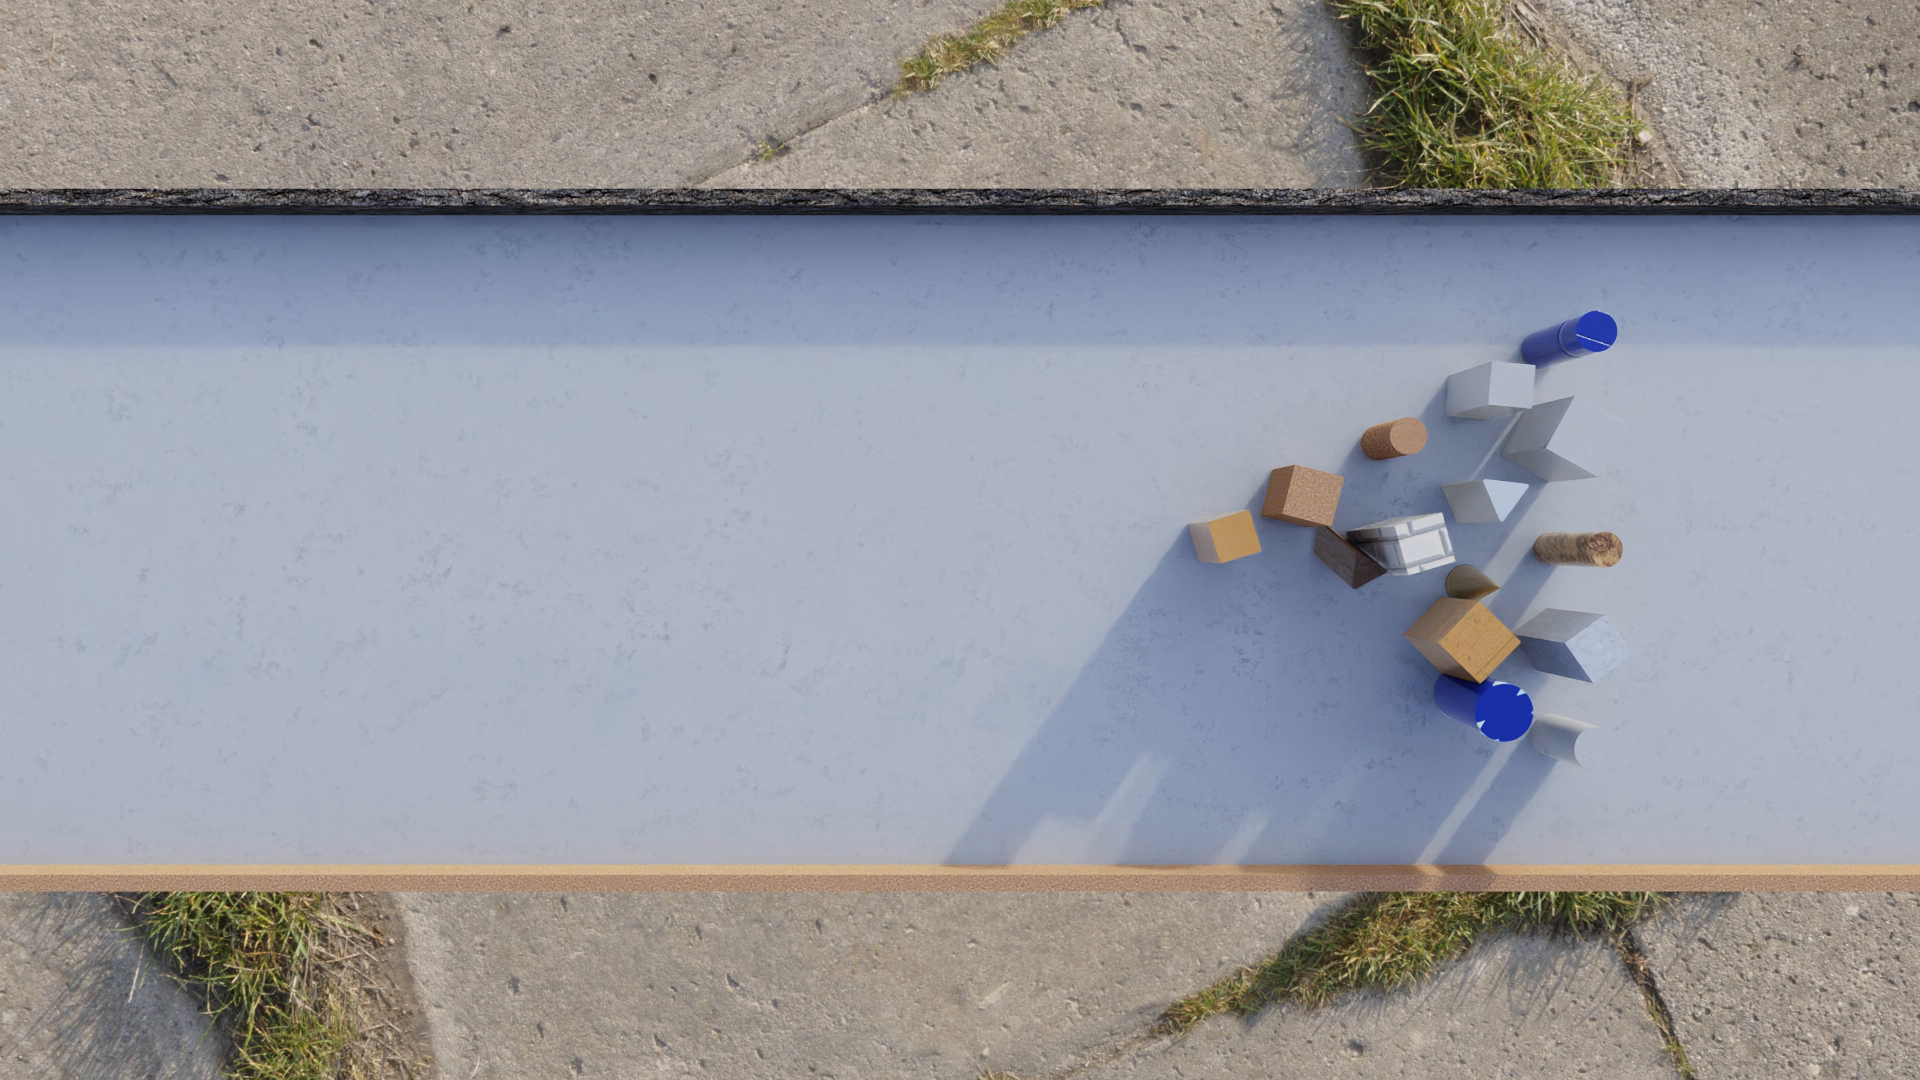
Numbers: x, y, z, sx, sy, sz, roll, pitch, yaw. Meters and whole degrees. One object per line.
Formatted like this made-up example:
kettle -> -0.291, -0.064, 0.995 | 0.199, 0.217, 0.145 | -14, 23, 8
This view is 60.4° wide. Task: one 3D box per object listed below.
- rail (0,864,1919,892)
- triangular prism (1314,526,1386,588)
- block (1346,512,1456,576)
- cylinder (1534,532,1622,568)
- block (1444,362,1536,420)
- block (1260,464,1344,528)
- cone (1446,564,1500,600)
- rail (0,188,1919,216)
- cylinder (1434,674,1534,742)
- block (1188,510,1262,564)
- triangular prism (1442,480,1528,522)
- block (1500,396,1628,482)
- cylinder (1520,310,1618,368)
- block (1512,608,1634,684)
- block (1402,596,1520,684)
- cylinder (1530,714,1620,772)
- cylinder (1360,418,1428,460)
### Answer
rail -> -2.247, 1.025, 5.001 | 12.000, 0.150, 0.050 | 0, 90, 0
triangular prism -> 1.144, 0.029, 4.913 | 0.110, 0.312, 0.095 | -28, 111, 0
block -> 1.295, 0.017, 4.868 | 0.144, 0.403, 0.144 | -16, 90, -7
cylinder -> 1.816, 0.027, 4.860 | 0.101, 0.433, 0.101 | 0, 90, 0
block -> 1.560, -0.438, 4.869 | 0.123, 0.415, 0.123 | 5, 90, 0
block -> 1.015, -0.128, 4.905 | 0.146, 0.342, 0.146 | 14, 90, 0
cone -> 1.556, 0.138, 4.910 | 0.125, 0.334, 0.125 | 0, 90, 0
rail -> -2.247, -1.025, 5.002 | 12.000, 0.150, 0.050 | 0, 90, 0
cylinder -> 1.538, 0.479, 4.865 | 0.165, 0.416, 0.165 | 0, 92, 0
block -> 0.776, -0.010, 4.869 | 0.123, 0.416, 0.123 | -17, 90, 0
triangular prism -> 1.527, -0.137, 4.873 | 0.111, 0.407, 0.128 | 37, 90, 0
block -> 1.778, -0.293, 4.877 | 0.171, 0.399, 0.171 | 29, 90, 0
cylinder -> 1.784, -0.584, 4.848 | 0.116, 0.456, 0.116 | 0, 90, 0
block -> 1.791, 0.305, 4.849 | 0.138, 0.455, 0.138 | -35, 90, 0
block -> 1.481, 0.292, 4.888 | 0.167, 0.378, 0.167 | 45, 90, 0
cylinder -> 1.821, 0.599, 4.896 | 0.130, 0.361, 0.130 | 0, 90, 0
cylinder -> 1.287, -0.299, 4.904 | 0.108, 0.345, 0.108 | 0, 90, 0
